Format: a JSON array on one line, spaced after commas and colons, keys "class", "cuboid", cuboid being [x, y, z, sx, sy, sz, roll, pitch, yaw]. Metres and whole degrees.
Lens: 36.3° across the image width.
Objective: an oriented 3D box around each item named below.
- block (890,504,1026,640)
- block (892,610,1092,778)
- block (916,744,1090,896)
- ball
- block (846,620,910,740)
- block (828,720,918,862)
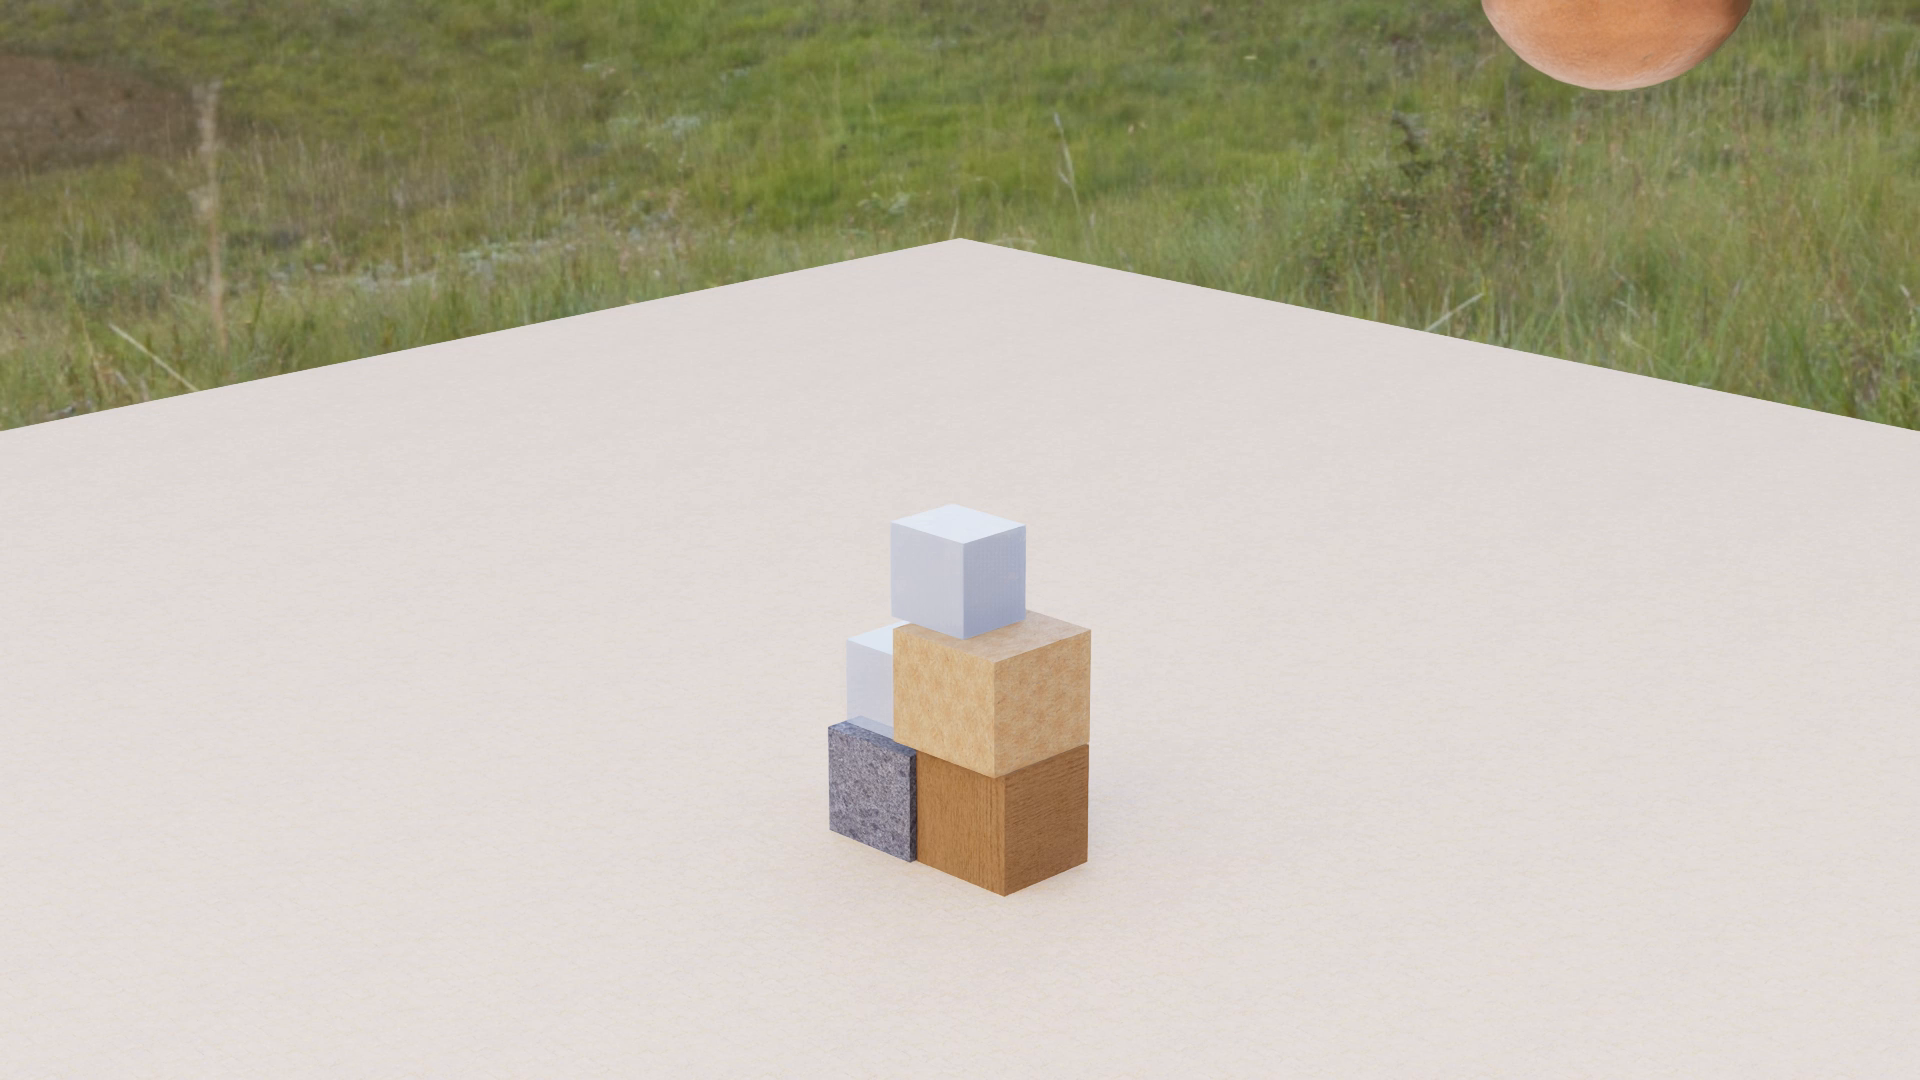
[{"class": "block", "cuboid": [-0.009, 0.140, 13.377, 0.403, 0.454, 0.470, -17, 24, -42]}, {"class": "block", "cuboid": [0.145, 0.664, 13.376, 0.627, 0.547, 0.646, -17, 24, -42]}, {"class": "block", "cuboid": [0.196, 1.213, 13.513, 0.555, 0.583, 0.563, -17, 24, -42]}, {"class": "ball", "cuboid": [3.610, -3.273, 16.097, 1.600, 1.600, 1.600, 0, 17, 0]}, {"class": "block", "cuboid": [-0.227, 0.662, 13.798, 0.435, 0.415, 0.430, -17, 24, -42]}, {"class": "block", "cuboid": [-0.200, 1.119, 13.909, 0.642, 0.524, 0.551, -17, 24, -42]}]
